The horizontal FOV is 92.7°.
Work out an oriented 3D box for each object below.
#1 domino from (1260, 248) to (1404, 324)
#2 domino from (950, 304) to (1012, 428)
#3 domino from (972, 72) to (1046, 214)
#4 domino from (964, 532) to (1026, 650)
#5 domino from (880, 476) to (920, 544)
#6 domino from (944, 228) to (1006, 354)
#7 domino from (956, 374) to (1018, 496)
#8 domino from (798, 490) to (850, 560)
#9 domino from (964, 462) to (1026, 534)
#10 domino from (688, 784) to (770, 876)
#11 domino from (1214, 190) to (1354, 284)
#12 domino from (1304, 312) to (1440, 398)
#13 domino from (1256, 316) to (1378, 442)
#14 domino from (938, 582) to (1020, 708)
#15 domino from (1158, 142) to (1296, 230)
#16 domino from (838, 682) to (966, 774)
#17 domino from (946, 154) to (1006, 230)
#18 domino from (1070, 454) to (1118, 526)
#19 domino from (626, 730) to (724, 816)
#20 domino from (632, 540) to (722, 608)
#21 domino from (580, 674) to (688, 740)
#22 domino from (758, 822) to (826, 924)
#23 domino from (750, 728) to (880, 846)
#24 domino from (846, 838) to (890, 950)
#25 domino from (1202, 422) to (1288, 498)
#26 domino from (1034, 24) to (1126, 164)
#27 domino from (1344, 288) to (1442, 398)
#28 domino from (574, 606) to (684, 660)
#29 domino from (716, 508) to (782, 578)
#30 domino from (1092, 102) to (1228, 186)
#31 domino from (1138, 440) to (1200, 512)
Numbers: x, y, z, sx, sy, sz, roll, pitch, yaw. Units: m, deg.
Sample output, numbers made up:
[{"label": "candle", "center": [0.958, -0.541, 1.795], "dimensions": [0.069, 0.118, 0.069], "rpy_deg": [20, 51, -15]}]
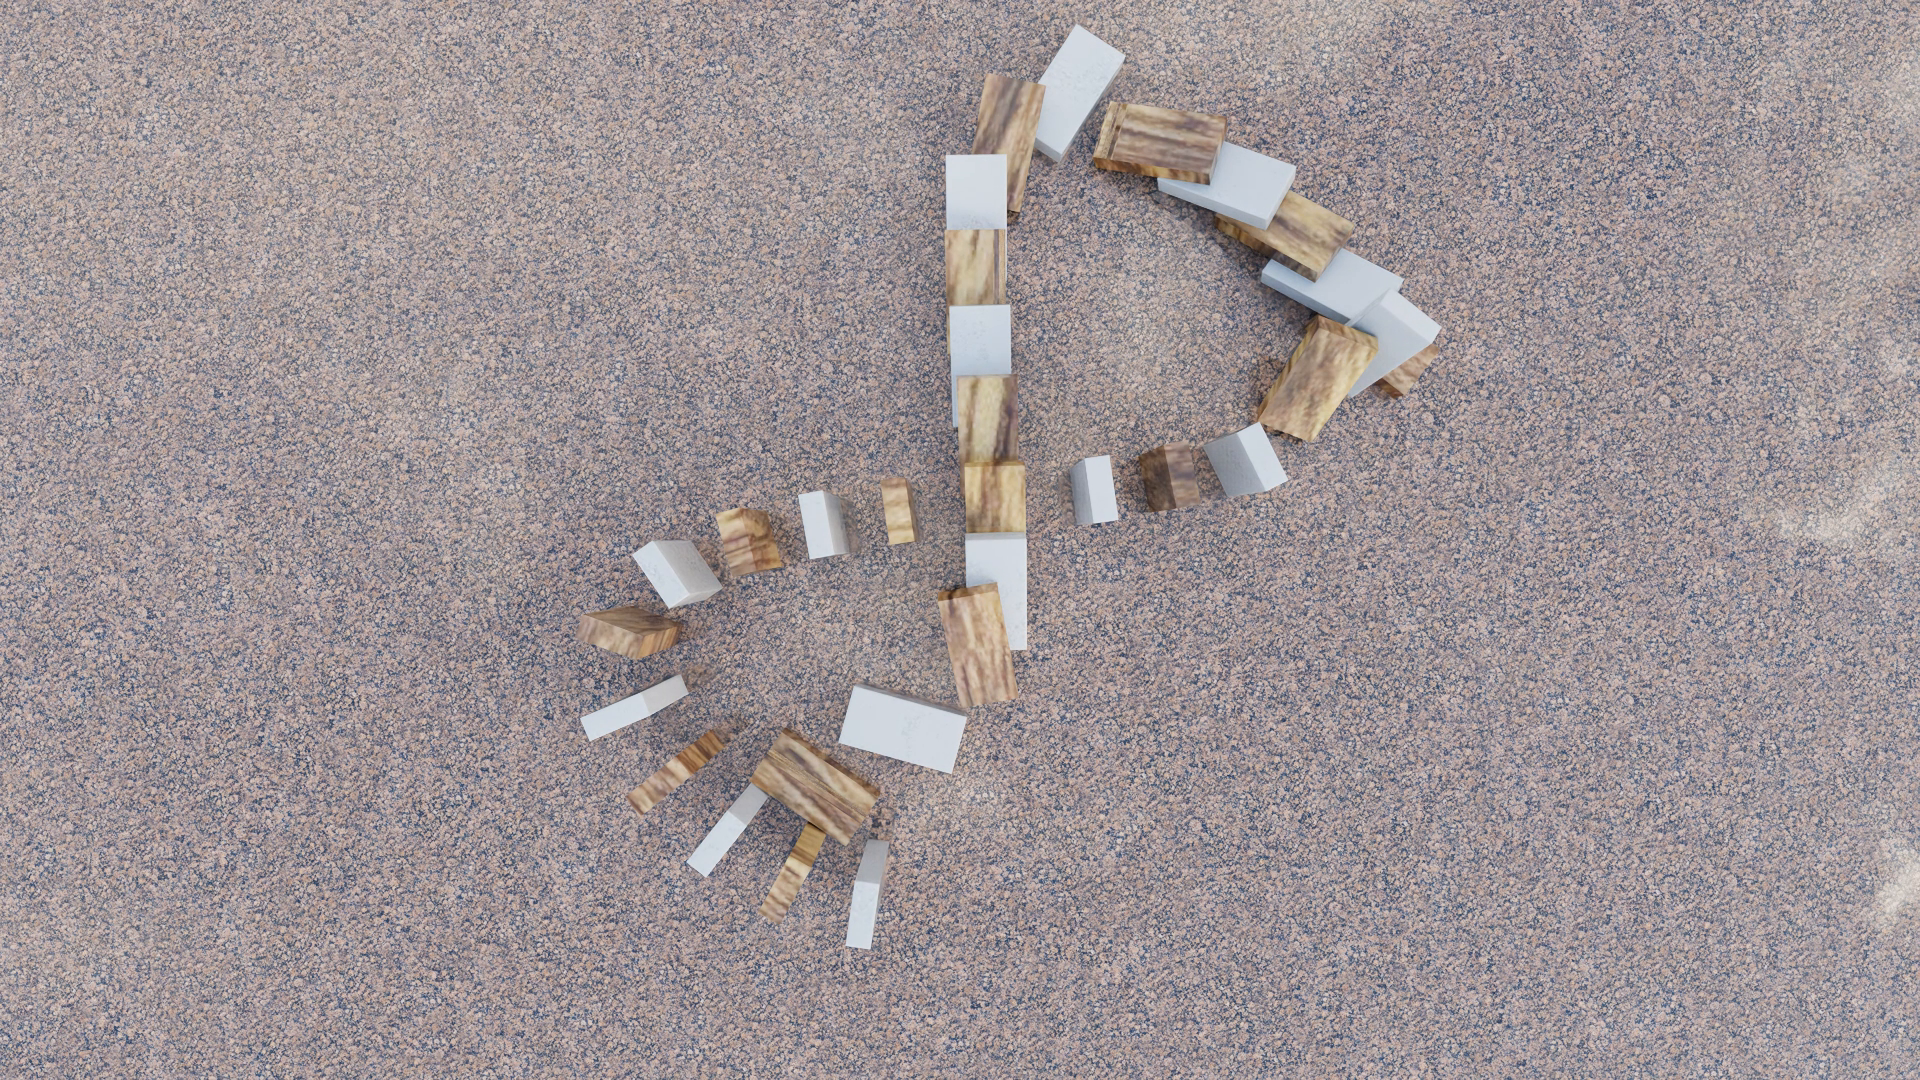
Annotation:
[{"label": "domino", "center": [0.156, -0.110, 0.387], "dimensions": [0.050, 0.009, 0.025], "rpy_deg": [36, 89, 19]}, {"label": "domino", "center": [0.009, -0.074, 0.388], "dimensions": [0.025, 0.009, 0.050], "rpy_deg": [-2, 108, 0]}, {"label": "domino", "center": [0.019, -0.167, 0.388], "dimensions": [0.025, 0.009, 0.050], "rpy_deg": [12, 108, 0]}, {"label": "domino", "center": [0.015, 0.022, 0.387], "dimensions": [0.025, 0.010, 0.050], "rpy_deg": [-2, 109, 0]}, {"label": "domino", "center": [-0.024, -0.011, 0.375], "dimensions": [0.009, 0.050, 0.025], "rpy_deg": [-9, 90, 0]}, {"label": "domino", "center": [0.007, -0.105, 0.388], "dimensions": [0.025, 0.009, 0.050], "rpy_deg": [-1, 108, 0]}, {"label": "domino", "center": [0.012, -0.044, 0.387], "dimensions": [0.025, 0.010, 0.050], "rpy_deg": [-2, 109, 0]}, {"label": "domino", "center": [-0.055, -0.006, 0.375], "dimensions": [0.010, 0.050, 0.025], "rpy_deg": [-10, 90, 0]}, {"label": "domino", "center": [0.015, -0.008, 0.389], "dimensions": [0.025, 0.009, 0.050], "rpy_deg": [-2, 106, 0]}, {"label": "domino", "center": [-0.093, 0.116, 0.375], "dimensions": [0.009, 0.050, 0.025], "rpy_deg": [38, 90, 0]}, {"label": "domino", "center": [0.136, -0.133, 0.388], "dimensions": [0.050, 0.009, 0.025], "rpy_deg": [38, 90, 19]}, {"label": "domino", "center": [0.178, -0.087, 0.395], "dimensions": [0.050, 0.010, 0.025], "rpy_deg": [38, 90, 0]}, {"label": "domino", "center": [0.147, -0.066, 0.379], "dimensions": [0.025, 0.050, 0.010], "rpy_deg": [21, 47, 0]}, {"label": "domino", "center": [0.008, 0.044, 0.385], "dimensions": [0.025, 0.010, 0.050], "rpy_deg": [-11, 109, 3]}, {"label": "domino", "center": [0.112, -0.153, 0.388], "dimensions": [0.050, 0.010, 0.025], "rpy_deg": [29, 90, 19]}, {"label": "domino", "center": [-0.024, 0.081, 0.395], "dimensions": [0.050, 0.010, 0.025], "rpy_deg": [15, 90, 0]}, {"label": "domino", "center": [0.007, -0.136, 0.388], "dimensions": [0.025, 0.009, 0.050], "rpy_deg": [-1, 108, 0]}, {"label": "domino", "center": [0.054, -0.019, 0.375], "dimensions": [0.010, 0.050, 0.025], "rpy_deg": [-8, 90, 0]}, {"label": "domino", "center": [-0.115, 0.094, 0.375], "dimensions": [0.025, 0.050, 0.009], "rpy_deg": [-39, 90, 0]}, {"label": "domino", "center": [-0.114, 0.013, 0.375], "dimensions": [0.009, 0.050, 0.025], "rpy_deg": [-35, 90, 0]}, {"label": "domino", "center": [-0.132, 0.068, 0.375], "dimensions": [0.025, 0.050, 0.010], "rpy_deg": [-23, 90, 0]}, {"label": "domino", "center": [-0.067, 0.134, 0.375], "dimensions": [0.009, 0.050, 0.025], "rpy_deg": [29, 90, 0]}, {"label": "domino", "center": [-0.062, 0.106, 0.395], "dimensions": [0.050, 0.009, 0.025], "rpy_deg": [34, 90, 0]}, {"label": "domino", "center": [-0.037, 0.143, 0.375], "dimensions": [0.010, 0.050, 0.025], "rpy_deg": [8, 90, 0]}, {"label": "domino", "center": [0.116, -0.032, 0.375], "dimensions": [0.010, 0.050, 0.025], "rpy_deg": [-26, 90, 0]}, {"label": "domino", "center": [0.046, -0.192, 0.395], "dimensions": [0.025, 0.009, 0.050], "rpy_deg": [33, 90, 0]}, {"label": "domino", "center": [0.168, -0.080, 0.375], "dimensions": [0.025, 0.050, 0.010], "rpy_deg": [38, 70, 0]}, {"label": "domino", "center": [-0.134, 0.037, 0.375], "dimensions": [0.025, 0.050, 0.010], "rpy_deg": [20, 90, 0]}, {"label": "domino", "center": [-0.086, 0.001, 0.375], "dimensions": [0.009, 0.050, 0.025], "rpy_deg": [-15, 90, 0]}, {"label": "domino", "center": [0.084, -0.168, 0.388], "dimensions": [0.050, 0.010, 0.025], "rpy_deg": [17, 89, 18]}, {"label": "domino", "center": [0.085, -0.025, 0.375], "dimensions": [0.010, 0.050, 0.025], "rpy_deg": [-12, 90, 0]}]
